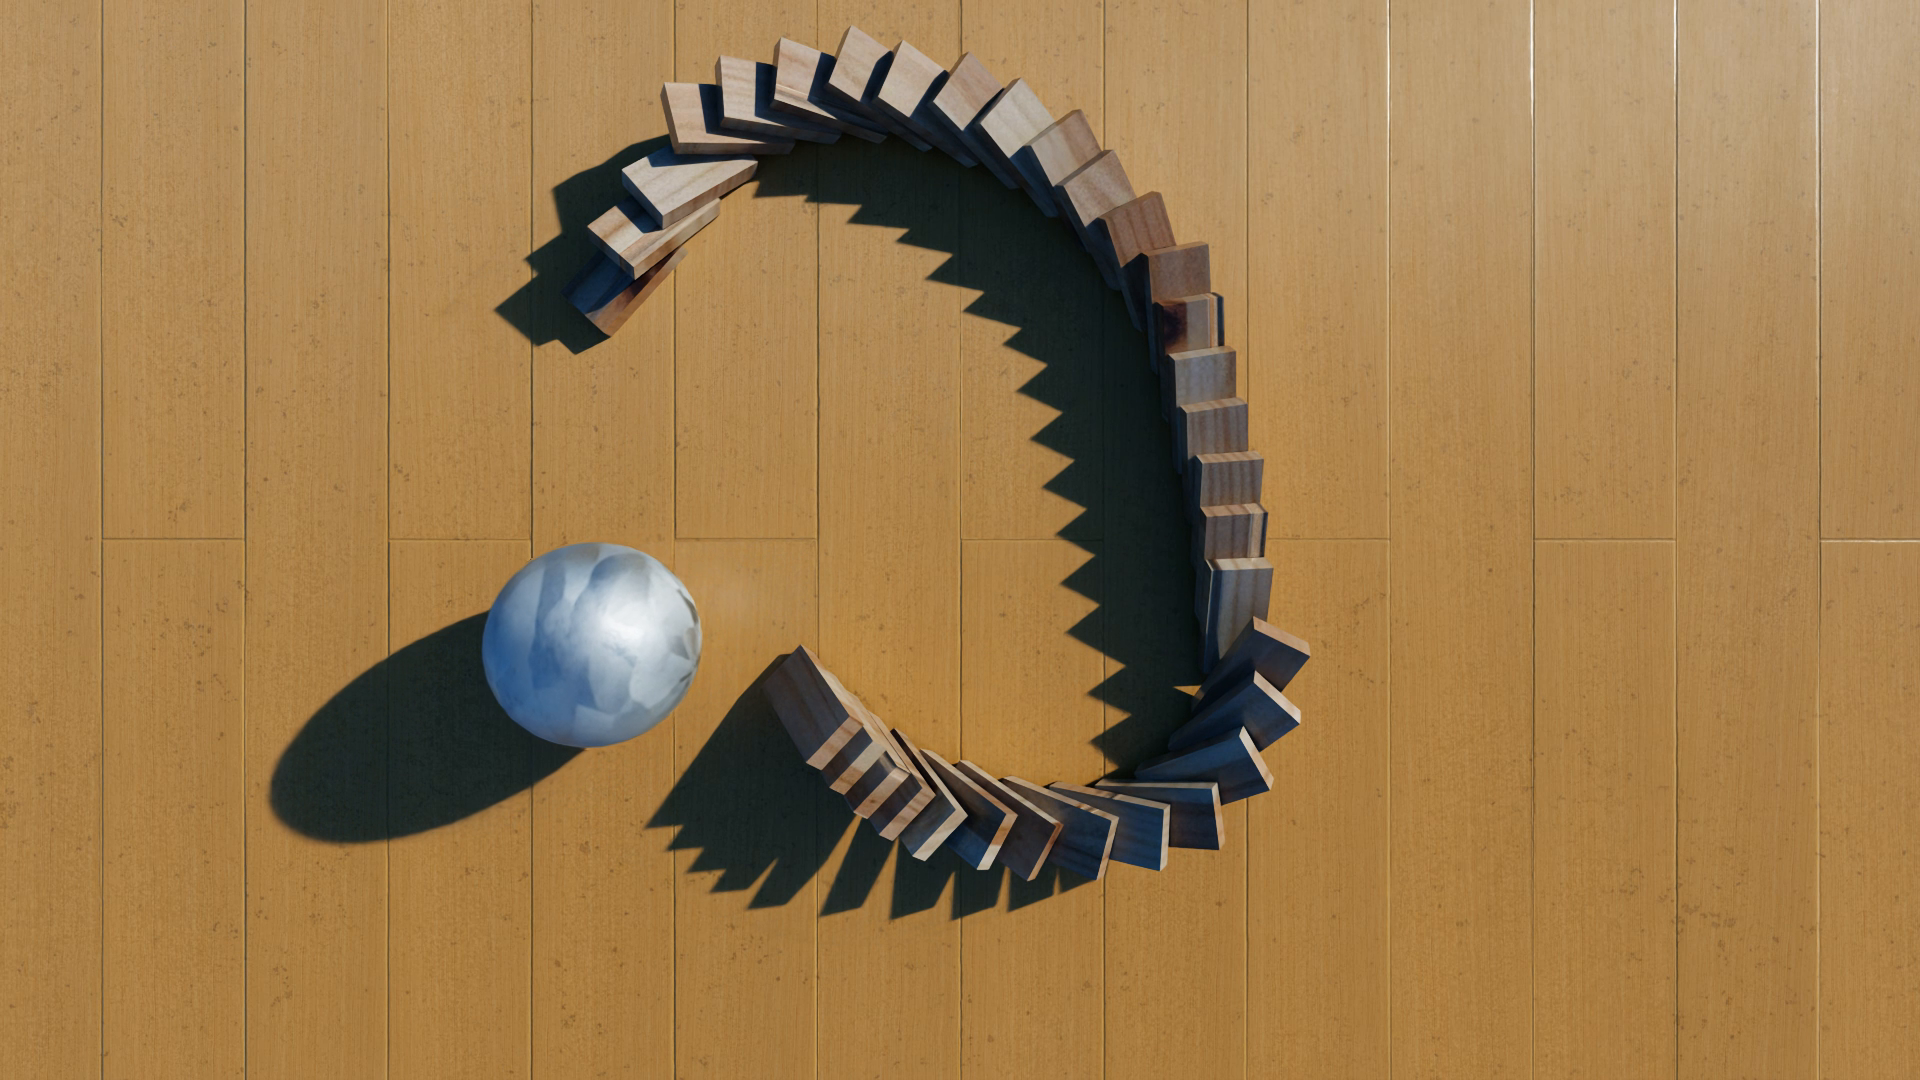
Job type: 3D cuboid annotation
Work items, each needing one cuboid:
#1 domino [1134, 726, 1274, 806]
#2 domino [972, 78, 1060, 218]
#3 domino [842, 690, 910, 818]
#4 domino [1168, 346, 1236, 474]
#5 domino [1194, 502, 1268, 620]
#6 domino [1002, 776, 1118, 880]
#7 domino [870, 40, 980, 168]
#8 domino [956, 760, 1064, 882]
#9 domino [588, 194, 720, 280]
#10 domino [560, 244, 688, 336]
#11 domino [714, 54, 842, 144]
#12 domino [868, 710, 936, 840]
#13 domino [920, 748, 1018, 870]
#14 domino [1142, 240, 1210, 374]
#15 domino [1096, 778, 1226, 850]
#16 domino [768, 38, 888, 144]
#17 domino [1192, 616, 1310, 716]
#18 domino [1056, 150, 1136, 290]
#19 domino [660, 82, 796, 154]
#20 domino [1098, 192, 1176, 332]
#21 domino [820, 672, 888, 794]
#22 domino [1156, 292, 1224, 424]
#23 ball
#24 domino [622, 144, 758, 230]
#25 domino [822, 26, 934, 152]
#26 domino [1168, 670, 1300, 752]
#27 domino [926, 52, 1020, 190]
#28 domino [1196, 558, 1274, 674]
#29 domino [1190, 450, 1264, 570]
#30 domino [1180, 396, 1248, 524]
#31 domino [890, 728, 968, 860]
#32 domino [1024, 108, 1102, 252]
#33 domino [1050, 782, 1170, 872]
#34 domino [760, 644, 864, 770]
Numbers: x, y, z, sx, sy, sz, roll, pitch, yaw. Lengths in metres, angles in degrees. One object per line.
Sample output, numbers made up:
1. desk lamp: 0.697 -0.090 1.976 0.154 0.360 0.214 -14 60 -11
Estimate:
1. domino: 0.101 0.099 0.383 0.050 0.010 0.025 -30 90 31
2. domino: 0.031 -0.164 0.384 0.025 0.009 0.050 -48 118 0
3. domino: -0.043 0.087 0.379 0.025 0.050 0.010 -46 134 0
4. domino: 0.102 -0.054 0.385 0.025 0.009 0.050 -9 117 0
5. domino: 0.113 0.010 0.385 0.025 0.010 0.050 -4 116 0
6. domino: 0.039 0.120 0.384 0.050 0.009 0.025 15 90 28
7. domino: -0.010 -0.182 0.384 0.050 0.009 0.025 24 90 -28
8. domino: 0.015 0.117 0.384 0.050 0.009 0.025 28 90 28
9. domino: -0.128 -0.135 0.386 0.025 0.010 0.050 41 66 -1
10. domino: -0.144 -0.115 0.395 0.025 0.009 0.050 42 90 0
11. domino: -0.076 -0.184 0.384 0.050 0.009 0.025 -4 90 -29
12. domino: -0.033 0.096 0.379 0.025 0.050 0.009 -47 135 0
13. domino: -0.003 0.111 0.381 0.050 0.009 0.025 28 90 36
14. domino: 0.092 -0.097 0.384 0.025 0.010 0.050 -12 117 -1
15. domino: 0.083 0.114 0.383 0.050 0.010 0.025 -7 91 30
16. domino: -0.054 -0.187 0.384 0.050 0.010 0.025 6 90 -28
17. domino: 0.121 0.058 0.383 0.025 0.009 0.050 26 121 0
18. domino: 0.064 -0.134 0.384 0.025 0.009 0.050 -36 117 0
19. domino: -0.097 -0.176 0.384 0.050 0.009 0.025 -13 89 -29
20. domino: 0.078 -0.116 0.384 0.025 0.009 0.050 -26 118 0
21. domino: -0.053 0.078 0.379 0.025 0.050 0.009 -47 134 0
22. domino: 0.097 -0.076 0.384 0.025 0.009 0.050 -10 117 -1
23. ball: -0.143 0.041 0.360 0.080 0.080 0.080 0 90 0
24. domino: -0.113 -0.154 0.385 0.050 0.010 0.025 -42 90 -25
25. domino: -0.030 -0.188 0.384 0.050 0.010 0.025 22 90 -28
26. domino: 0.114 0.079 0.383 0.025 0.010 0.050 42 120 0
27. domino: 0.013 -0.175 0.384 0.050 0.009 0.025 36 90 -28
28. domino: 0.115 0.032 0.385 0.025 0.010 0.050 -3 116 0
29. domino: 0.112 -0.012 0.385 0.025 0.009 0.050 -4 116 -1
30. domino: 0.107 -0.033 0.385 0.025 0.009 0.050 -9 116 0
31. domino: -0.021 0.104 0.380 0.025 0.010 0.050 -47 48 0
32. domino: 0.050 -0.150 0.384 0.025 0.010 0.050 -36 117 0
33. domino: 0.062 0.119 0.384 0.050 0.010 0.025 4 91 29
34. domino: -0.062 0.068 0.379 0.025 0.050 0.009 -47 134 0
